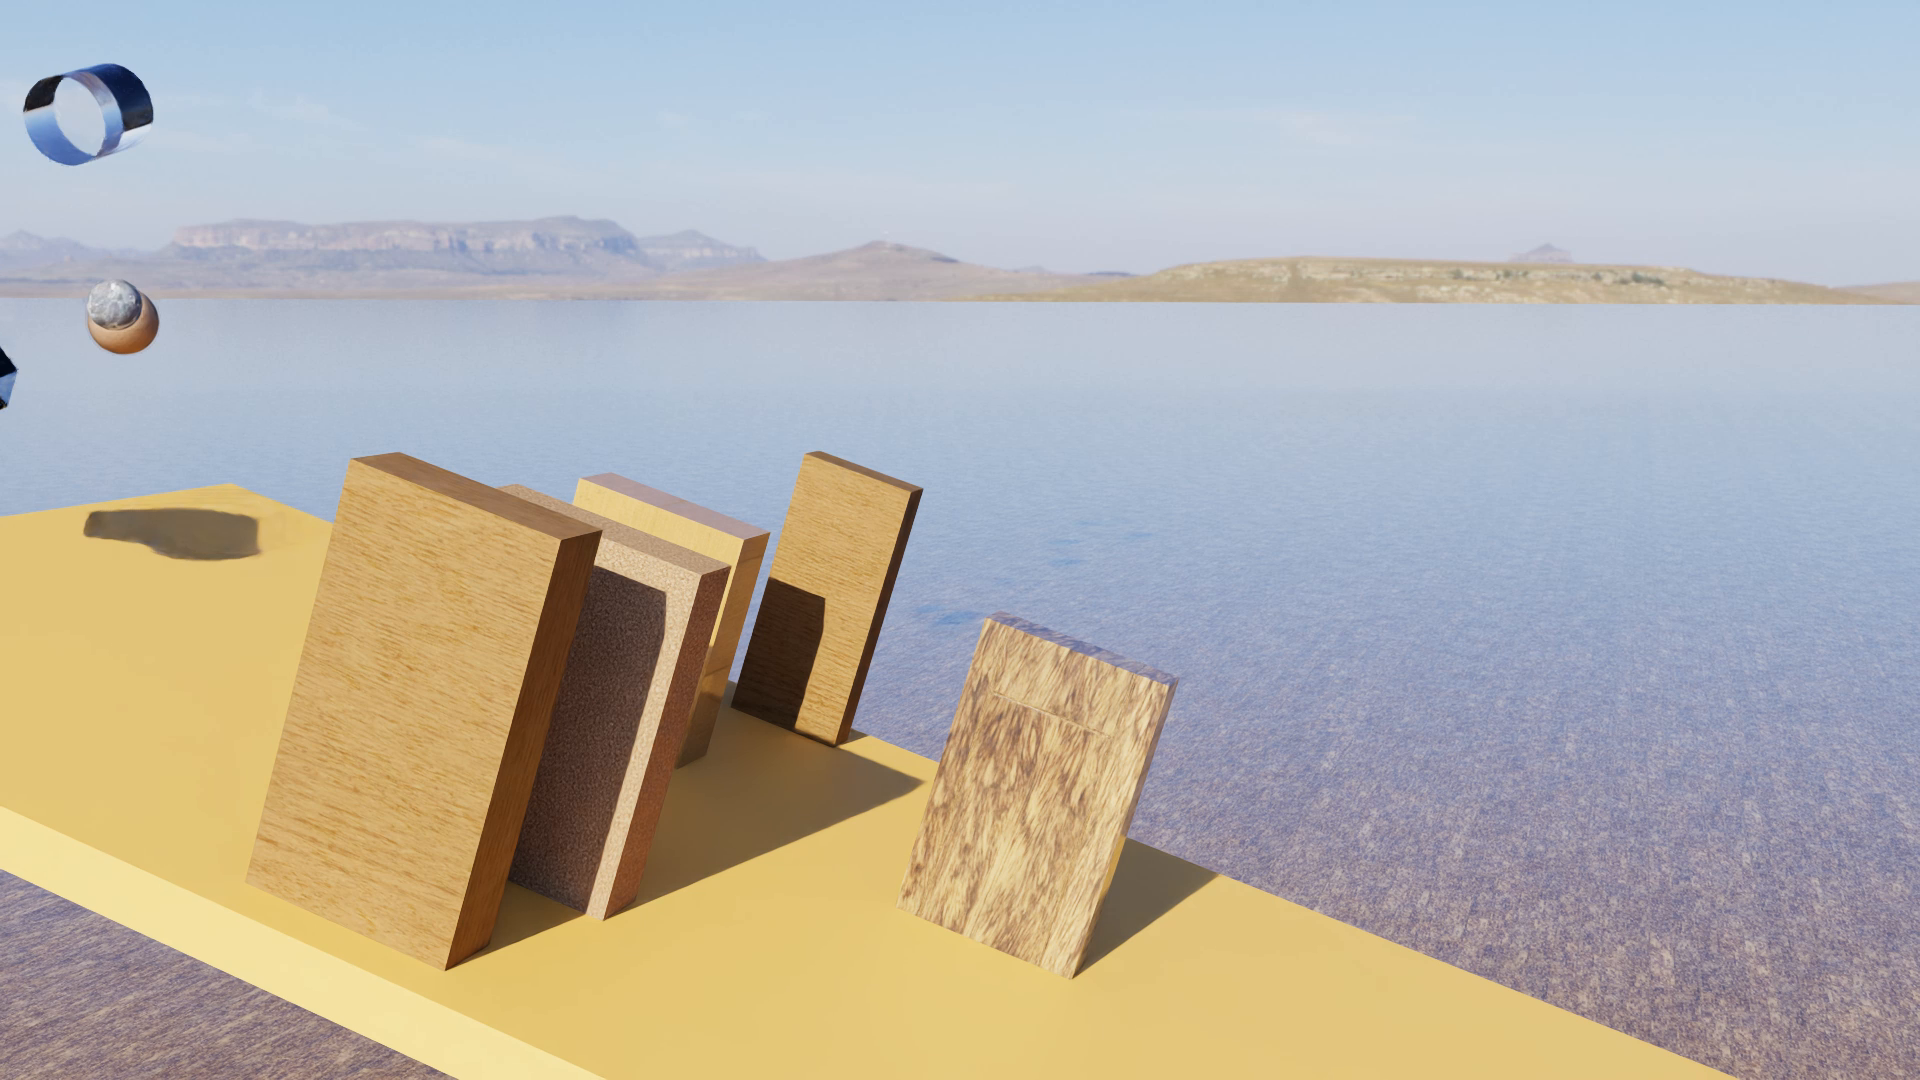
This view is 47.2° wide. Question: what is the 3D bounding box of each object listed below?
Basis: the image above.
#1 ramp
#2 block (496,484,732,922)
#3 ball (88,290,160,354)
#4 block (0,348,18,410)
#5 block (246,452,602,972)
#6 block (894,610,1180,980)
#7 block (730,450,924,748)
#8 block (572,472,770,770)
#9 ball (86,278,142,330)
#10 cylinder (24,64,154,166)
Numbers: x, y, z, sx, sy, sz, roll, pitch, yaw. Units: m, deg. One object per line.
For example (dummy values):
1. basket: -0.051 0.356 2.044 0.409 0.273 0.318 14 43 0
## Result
1. ramp: -0.360 0.683 4.228 4.000 0.100 2.000 20 12 14
2. block: -0.694 0.277 3.811 0.426 0.635 0.129 20 12 14
3. ball: -1.861 -0.488 4.891 0.150 0.150 0.150 0 7 0
4. block: -2.030 -0.336 4.422 0.168 0.168 0.168 -35 -3 -37
5. block: -0.845 0.265 3.450 0.372 0.716 0.140 20 12 14
6. block: 0.142 0.480 4.160 0.367 0.599 0.096 20 12 14
7. block: -0.307 0.135 5.050 0.266 0.624 0.093 20 12 14
8. block: -0.670 0.167 4.660 0.386 0.513 0.147 20 12 14
9. ball: -1.756 -0.489 4.568 0.108 0.108 0.108 0 7 0
10. cylinder: -1.826 -0.894 4.612 0.184 0.184 0.184 1 20 12
